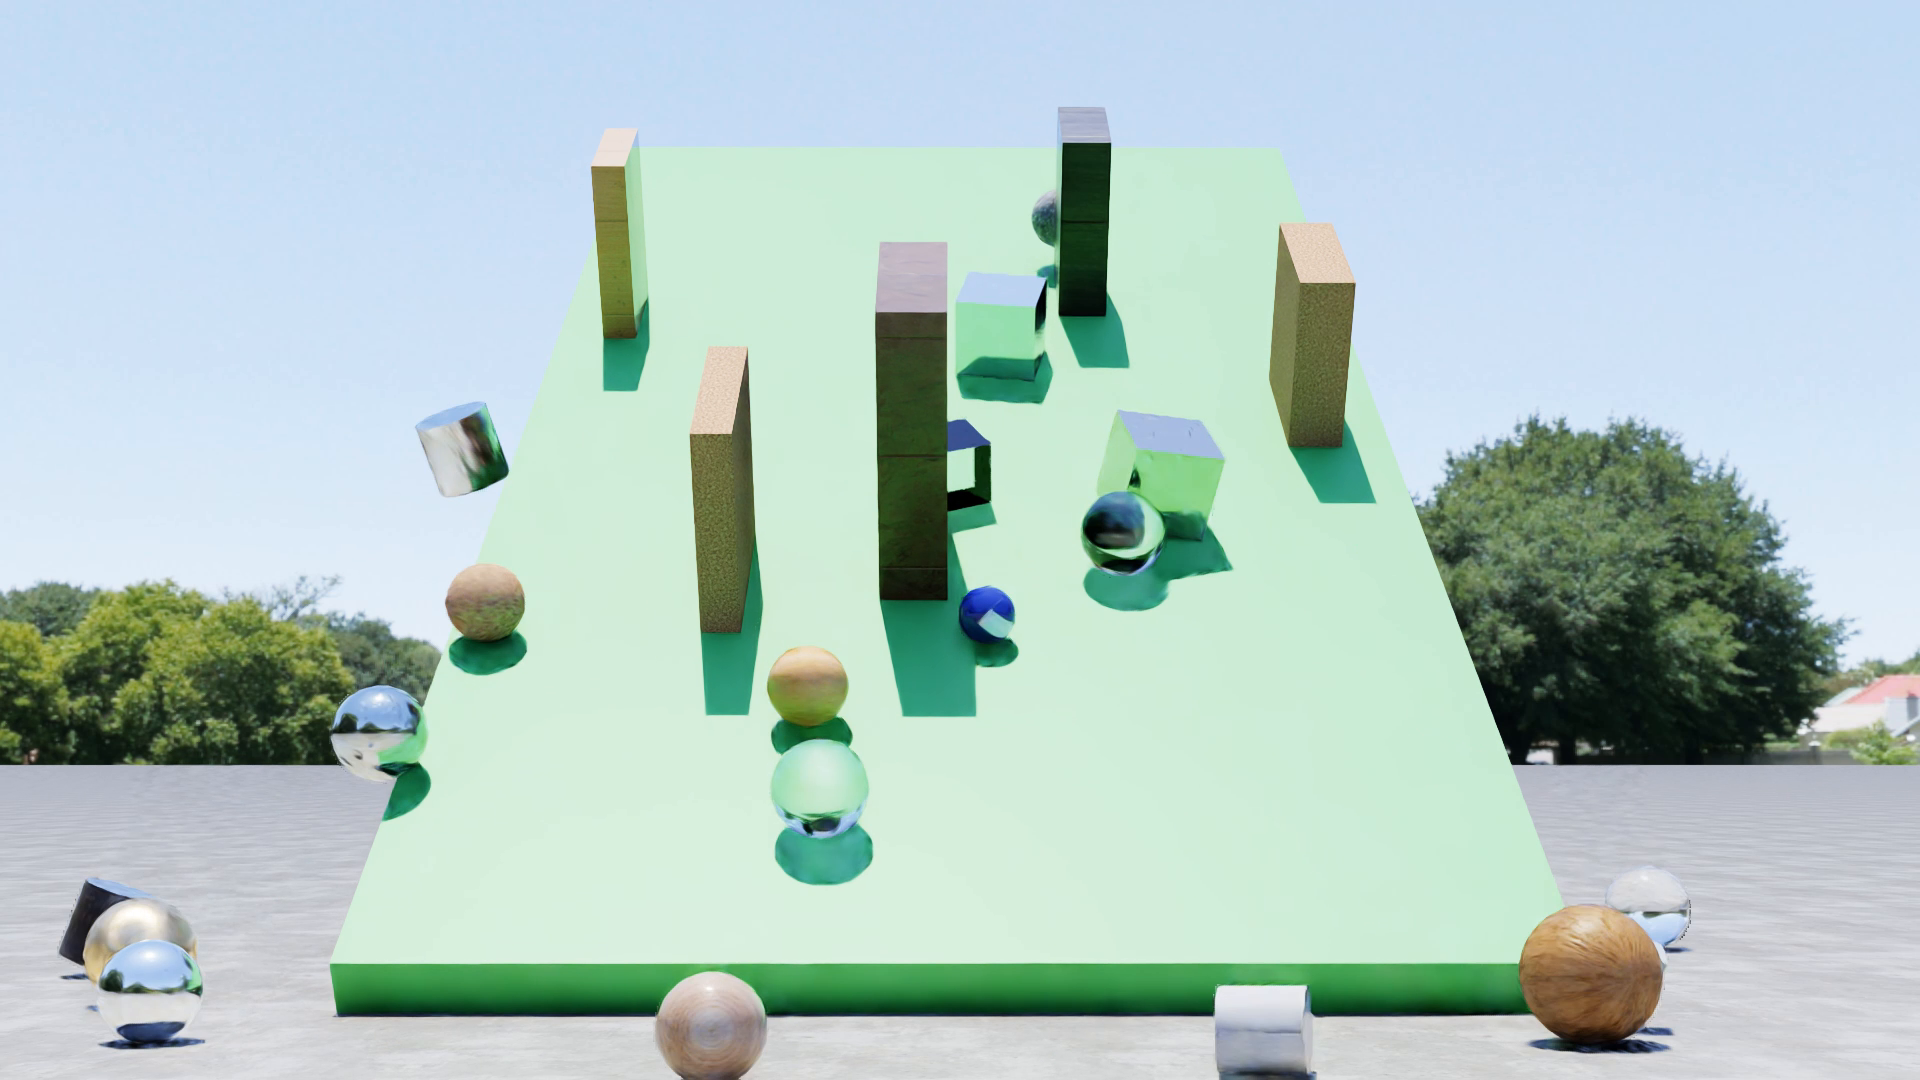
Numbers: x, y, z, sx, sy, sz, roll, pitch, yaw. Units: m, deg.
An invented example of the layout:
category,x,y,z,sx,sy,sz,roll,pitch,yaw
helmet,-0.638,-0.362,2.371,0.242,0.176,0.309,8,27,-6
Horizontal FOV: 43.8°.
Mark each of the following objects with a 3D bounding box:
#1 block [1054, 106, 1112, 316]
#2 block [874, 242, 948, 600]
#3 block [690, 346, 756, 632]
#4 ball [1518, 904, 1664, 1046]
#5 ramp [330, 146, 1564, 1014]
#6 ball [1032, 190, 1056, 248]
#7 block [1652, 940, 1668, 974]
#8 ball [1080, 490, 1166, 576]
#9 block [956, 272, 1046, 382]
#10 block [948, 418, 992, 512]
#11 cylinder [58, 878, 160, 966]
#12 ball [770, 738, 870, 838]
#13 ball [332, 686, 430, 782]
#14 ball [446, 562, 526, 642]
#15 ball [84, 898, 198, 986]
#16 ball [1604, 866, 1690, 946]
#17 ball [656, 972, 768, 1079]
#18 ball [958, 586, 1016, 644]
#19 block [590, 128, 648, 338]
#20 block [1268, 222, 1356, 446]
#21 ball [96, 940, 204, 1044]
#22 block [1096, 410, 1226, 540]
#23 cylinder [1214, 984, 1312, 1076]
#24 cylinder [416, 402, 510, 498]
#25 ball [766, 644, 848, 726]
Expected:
category,x,y,z,sx,sy,sz,roll,pitch,yaw
block,0.314,-0.849,6.165,0.123,0.466,0.287,0,28,0
block,-0.095,-0.244,4.853,0.138,0.628,0.373,0,28,0
block,-0.474,-0.107,4.799,0.080,0.435,0.415,0,28,0
ball,0.904,0.623,3.424,0.200,0.200,0.200,0,-5,0
ramp,-0.011,-0.222,5.588,2.000,0.100,4.000,0,28,0
ball,0.272,-0.863,6.410,0.160,0.160,0.160,0,-5,0
block,0.984,0.652,3.611,0.119,0.119,0.119,26,9,10
ball,0.334,-0.013,4.903,0.177,0.177,0.177,0,-5,0
block,0.100,-0.523,5.841,0.194,0.194,0.194,5,28,9
block,-0.027,-0.161,5.215,0.143,0.143,0.143,-12,30,-22
cylinder,-1.605,0.730,4.509,0.144,0.144,0.144,19,-6,2
ball,-0.239,0.425,4.083,0.171,0.171,0.171,0,-5,0
ball,-1.030,0.343,4.242,0.169,0.169,0.169,0,-5,0
ball,-0.927,0.122,4.667,0.154,0.154,0.154,0,-5,0
ball,-1.360,0.683,3.962,0.179,0.179,0.179,0,-5,0
ball,1.477,0.791,5.134,0.178,0.178,0.178,0,-5,0
ball,-0.312,0.614,3.000,0.141,0.141,0.141,0,-5,0
ball,0.053,0.146,4.670,0.113,0.113,0.113,0,-5,0
block,-0.857,-0.776,6.032,0.082,0.454,0.288,0,28,0
block,0.813,-0.480,5.541,0.123,0.403,0.377,0,28,0
ball,-1.170,0.652,3.448,0.147,0.147,0.147,0,-5,0
block,0.424,-0.138,5.082,0.194,0.194,0.194,6,26,-14
cylinder,0.393,0.633,3.083,0.114,0.114,0.114,-2,-6,14
cylinder,-1.132,-0.207,5.440,0.167,0.167,0.167,-15,18,5
ball,-0.280,0.269,4.398,0.151,0.151,0.151,0,-5,0
